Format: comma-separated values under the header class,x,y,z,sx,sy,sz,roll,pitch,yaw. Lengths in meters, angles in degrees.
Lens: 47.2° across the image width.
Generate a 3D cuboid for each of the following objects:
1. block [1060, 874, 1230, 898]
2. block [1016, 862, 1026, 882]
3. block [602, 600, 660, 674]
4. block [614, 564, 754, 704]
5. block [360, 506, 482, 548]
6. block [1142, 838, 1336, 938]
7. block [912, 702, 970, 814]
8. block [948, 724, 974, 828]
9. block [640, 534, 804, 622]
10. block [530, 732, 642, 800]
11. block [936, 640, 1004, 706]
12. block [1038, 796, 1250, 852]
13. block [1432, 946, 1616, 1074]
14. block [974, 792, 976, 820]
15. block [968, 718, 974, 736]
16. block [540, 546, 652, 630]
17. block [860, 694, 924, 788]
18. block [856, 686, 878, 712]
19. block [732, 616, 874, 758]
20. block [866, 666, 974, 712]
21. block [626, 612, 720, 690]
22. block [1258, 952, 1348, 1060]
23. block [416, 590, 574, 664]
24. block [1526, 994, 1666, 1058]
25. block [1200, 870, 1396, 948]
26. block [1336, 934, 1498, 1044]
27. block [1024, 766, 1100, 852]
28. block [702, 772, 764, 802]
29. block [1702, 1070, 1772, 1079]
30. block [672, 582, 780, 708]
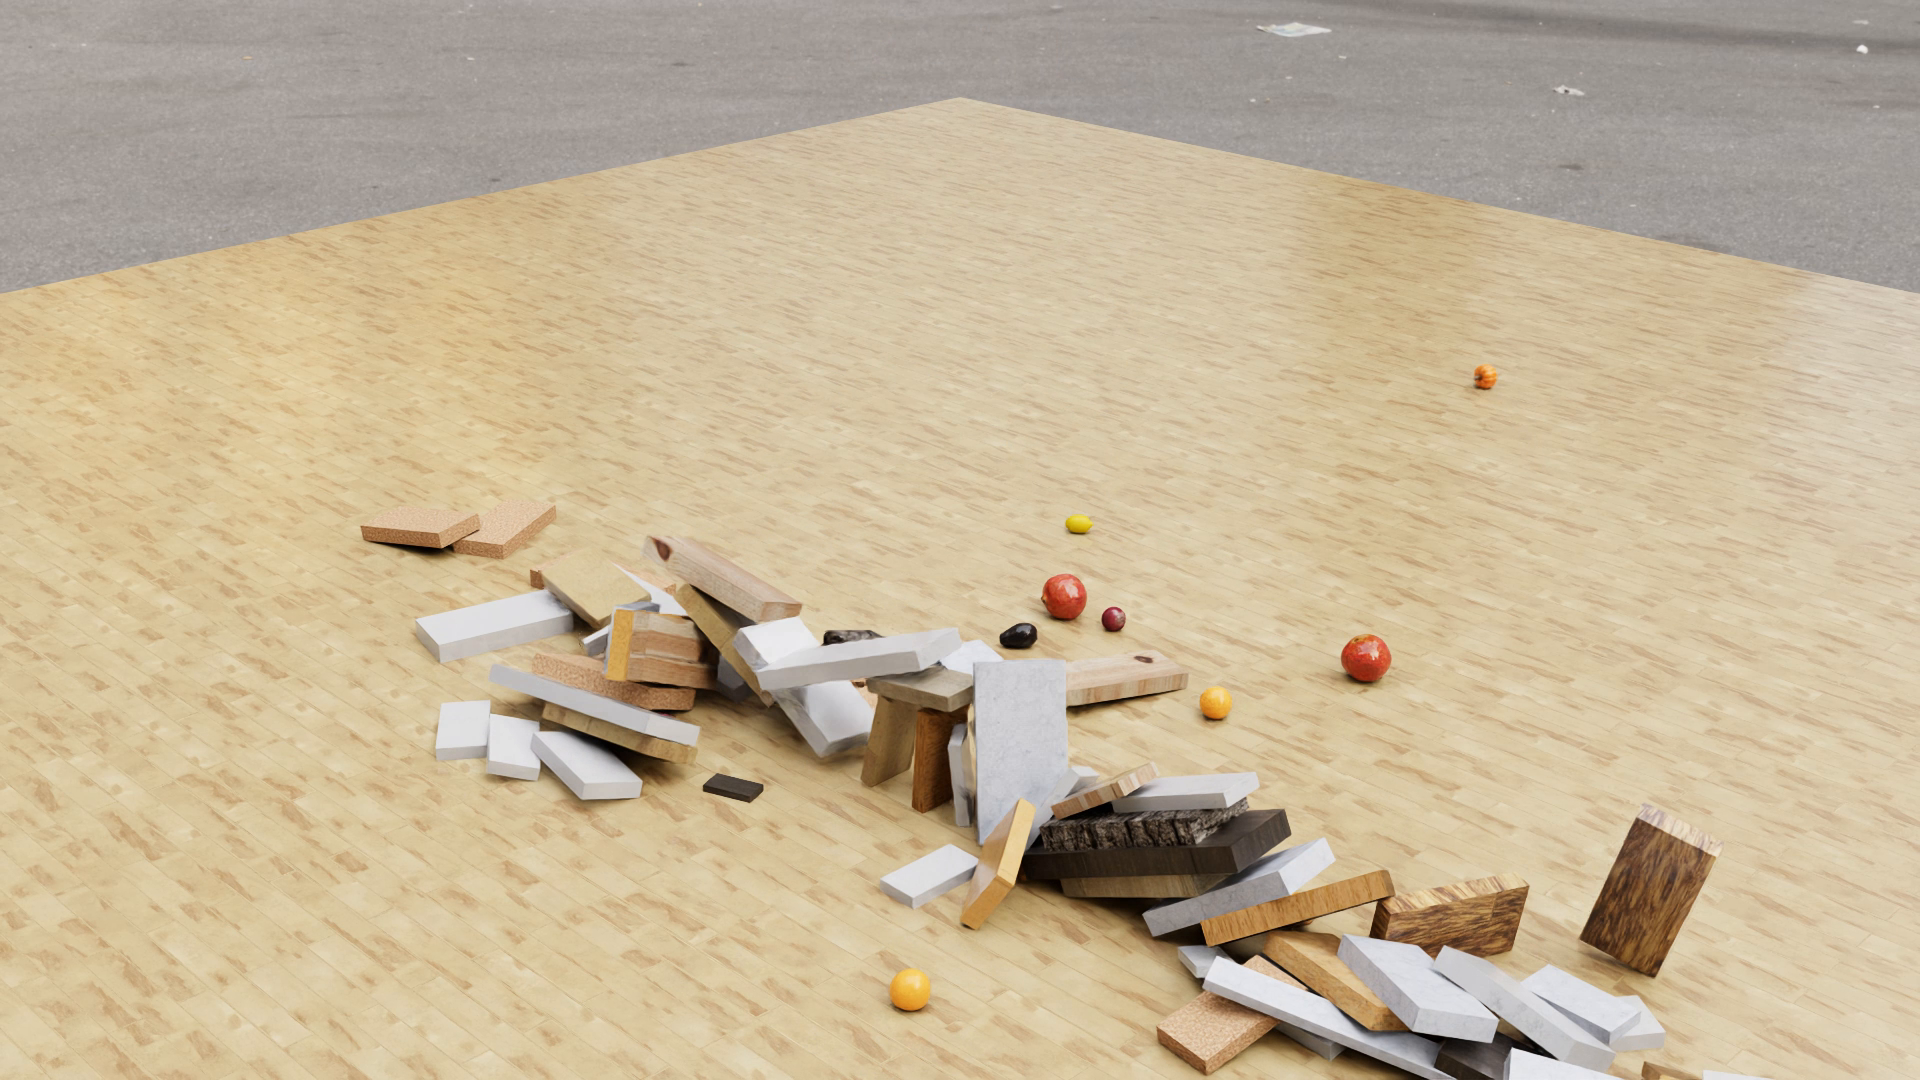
class,x,y,z,sx,sy,sz,roll,pitch,yaw
block,0.359,0.612,4.101,0.328,0.046,0.164,-10,10,46
block,0.119,0.627,4.265,0.050,0.014,0.101,-10,25,-23
block,-0.731,0.219,4.912,0.043,0.150,0.301,10,1,4
block,-0.685,0.204,5.141,0.675,0.041,0.143,25,47,39
block,-1.406,-0.035,5.730,0.290,0.041,0.145,5,24,33
block,0.503,0.629,3.979,0.328,0.046,0.164,-27,-3,41
block,-0.040,0.431,4.450,0.114,0.229,0.032,-21,36,-41
block,0.004,0.472,4.410,0.026,0.185,0.092,-2,22,10
block,-0.531,0.086,4.894,0.340,0.048,0.170,28,10,25
block,-0.778,0.467,4.571,0.131,0.037,0.261,3,17,-36
block,0.048,0.308,4.986,0.136,0.039,0.273,-11,25,-25
block,0.340,0.516,4.088,0.355,0.050,0.178,-10,9,43
block,0.942,0.784,3.676,0.145,0.041,0.291,25,7,-43
block,0.122,0.546,4.407,0.185,0.026,0.092,6,25,-5
block,0.086,0.438,4.430,0.026,0.185,0.092,-41,5,1
block,-0.866,0.118,5.237,0.143,0.041,0.286,-29,39,-26
block,-0.134,0.396,4.535,0.114,0.229,0.032,-22,47,-41
block,-0.157,0.376,4.837,0.106,0.030,0.211,-13,26,-29
block,-0.326,0.312,4.735,0.170,0.048,0.340,-10,51,-47
block,-0.067,0.292,4.416,0.229,0.032,0.114,10,23,42
block,-0.621,0.245,4.804,0.041,0.143,0.286,4,-6,27
block,0.584,0.800,3.800,0.120,0.034,0.240,-30,37,-32
block,-1.105,0.202,5.224,0.330,0.047,0.165,-14,26,-29
block,1.078,0.832,3.760,0.219,0.031,0.109,-4,23,-8
block,0.603,0.655,3.907,0.328,0.046,0.164,-19,-13,13
block,0.767,0.752,3.703,0.149,0.042,0.297,12,10,-17
block,0.183,0.526,4.238,0.029,0.203,0.102,39,12,23
block,-0.468,0.511,4.535,0.112,0.016,0.056,11,25,23
block,1.302,0.911,3.583,0.173,0.024,0.086,5,24,12
block,-0.473,0.229,4.865,0.340,0.048,0.170,47,16,18
